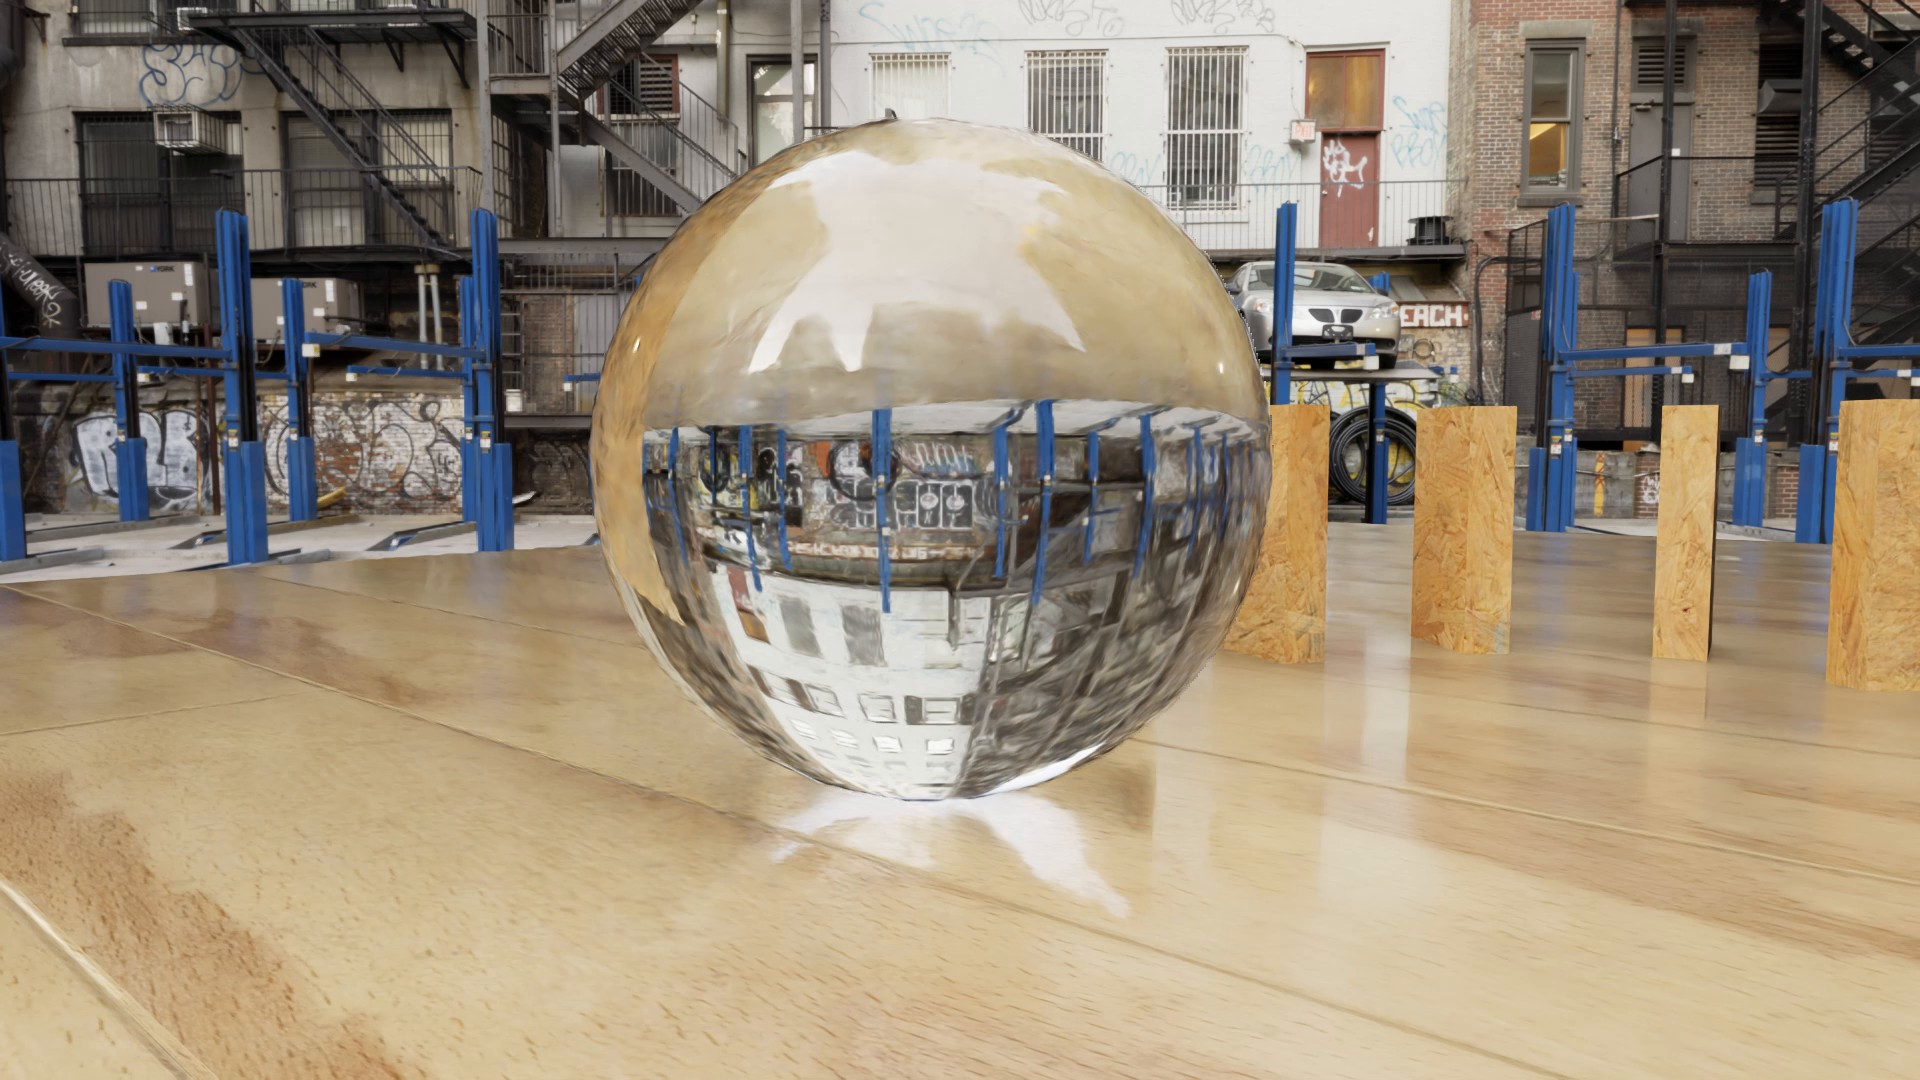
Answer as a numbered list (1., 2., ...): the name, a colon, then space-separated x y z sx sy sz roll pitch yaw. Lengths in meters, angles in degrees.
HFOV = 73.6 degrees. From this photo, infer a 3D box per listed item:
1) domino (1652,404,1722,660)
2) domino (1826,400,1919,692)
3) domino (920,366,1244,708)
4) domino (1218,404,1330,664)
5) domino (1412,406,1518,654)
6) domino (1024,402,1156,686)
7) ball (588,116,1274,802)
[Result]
1. domino: 0.149 -0.002 0.263 0.010 0.050 0.025 3 5 32
2. domino: 0.168 0.001 0.224 0.025 0.050 0.009 0 4 -3
3. domino: 0.019 0.000 0.206 0.025 0.050 0.009 40 -7 3
4. domino: 0.062 -0.002 0.259 0.010 0.050 0.025 -2 5 -22
5. domino: 0.106 -0.003 0.270 0.009 0.050 0.025 0 4 -4
6. domino: 0.024 0.000 0.237 0.009 0.050 0.025 -3 6 -39
7. ball: -0.003 -0.009 0.155 0.080 0.080 0.080 0 4 0
